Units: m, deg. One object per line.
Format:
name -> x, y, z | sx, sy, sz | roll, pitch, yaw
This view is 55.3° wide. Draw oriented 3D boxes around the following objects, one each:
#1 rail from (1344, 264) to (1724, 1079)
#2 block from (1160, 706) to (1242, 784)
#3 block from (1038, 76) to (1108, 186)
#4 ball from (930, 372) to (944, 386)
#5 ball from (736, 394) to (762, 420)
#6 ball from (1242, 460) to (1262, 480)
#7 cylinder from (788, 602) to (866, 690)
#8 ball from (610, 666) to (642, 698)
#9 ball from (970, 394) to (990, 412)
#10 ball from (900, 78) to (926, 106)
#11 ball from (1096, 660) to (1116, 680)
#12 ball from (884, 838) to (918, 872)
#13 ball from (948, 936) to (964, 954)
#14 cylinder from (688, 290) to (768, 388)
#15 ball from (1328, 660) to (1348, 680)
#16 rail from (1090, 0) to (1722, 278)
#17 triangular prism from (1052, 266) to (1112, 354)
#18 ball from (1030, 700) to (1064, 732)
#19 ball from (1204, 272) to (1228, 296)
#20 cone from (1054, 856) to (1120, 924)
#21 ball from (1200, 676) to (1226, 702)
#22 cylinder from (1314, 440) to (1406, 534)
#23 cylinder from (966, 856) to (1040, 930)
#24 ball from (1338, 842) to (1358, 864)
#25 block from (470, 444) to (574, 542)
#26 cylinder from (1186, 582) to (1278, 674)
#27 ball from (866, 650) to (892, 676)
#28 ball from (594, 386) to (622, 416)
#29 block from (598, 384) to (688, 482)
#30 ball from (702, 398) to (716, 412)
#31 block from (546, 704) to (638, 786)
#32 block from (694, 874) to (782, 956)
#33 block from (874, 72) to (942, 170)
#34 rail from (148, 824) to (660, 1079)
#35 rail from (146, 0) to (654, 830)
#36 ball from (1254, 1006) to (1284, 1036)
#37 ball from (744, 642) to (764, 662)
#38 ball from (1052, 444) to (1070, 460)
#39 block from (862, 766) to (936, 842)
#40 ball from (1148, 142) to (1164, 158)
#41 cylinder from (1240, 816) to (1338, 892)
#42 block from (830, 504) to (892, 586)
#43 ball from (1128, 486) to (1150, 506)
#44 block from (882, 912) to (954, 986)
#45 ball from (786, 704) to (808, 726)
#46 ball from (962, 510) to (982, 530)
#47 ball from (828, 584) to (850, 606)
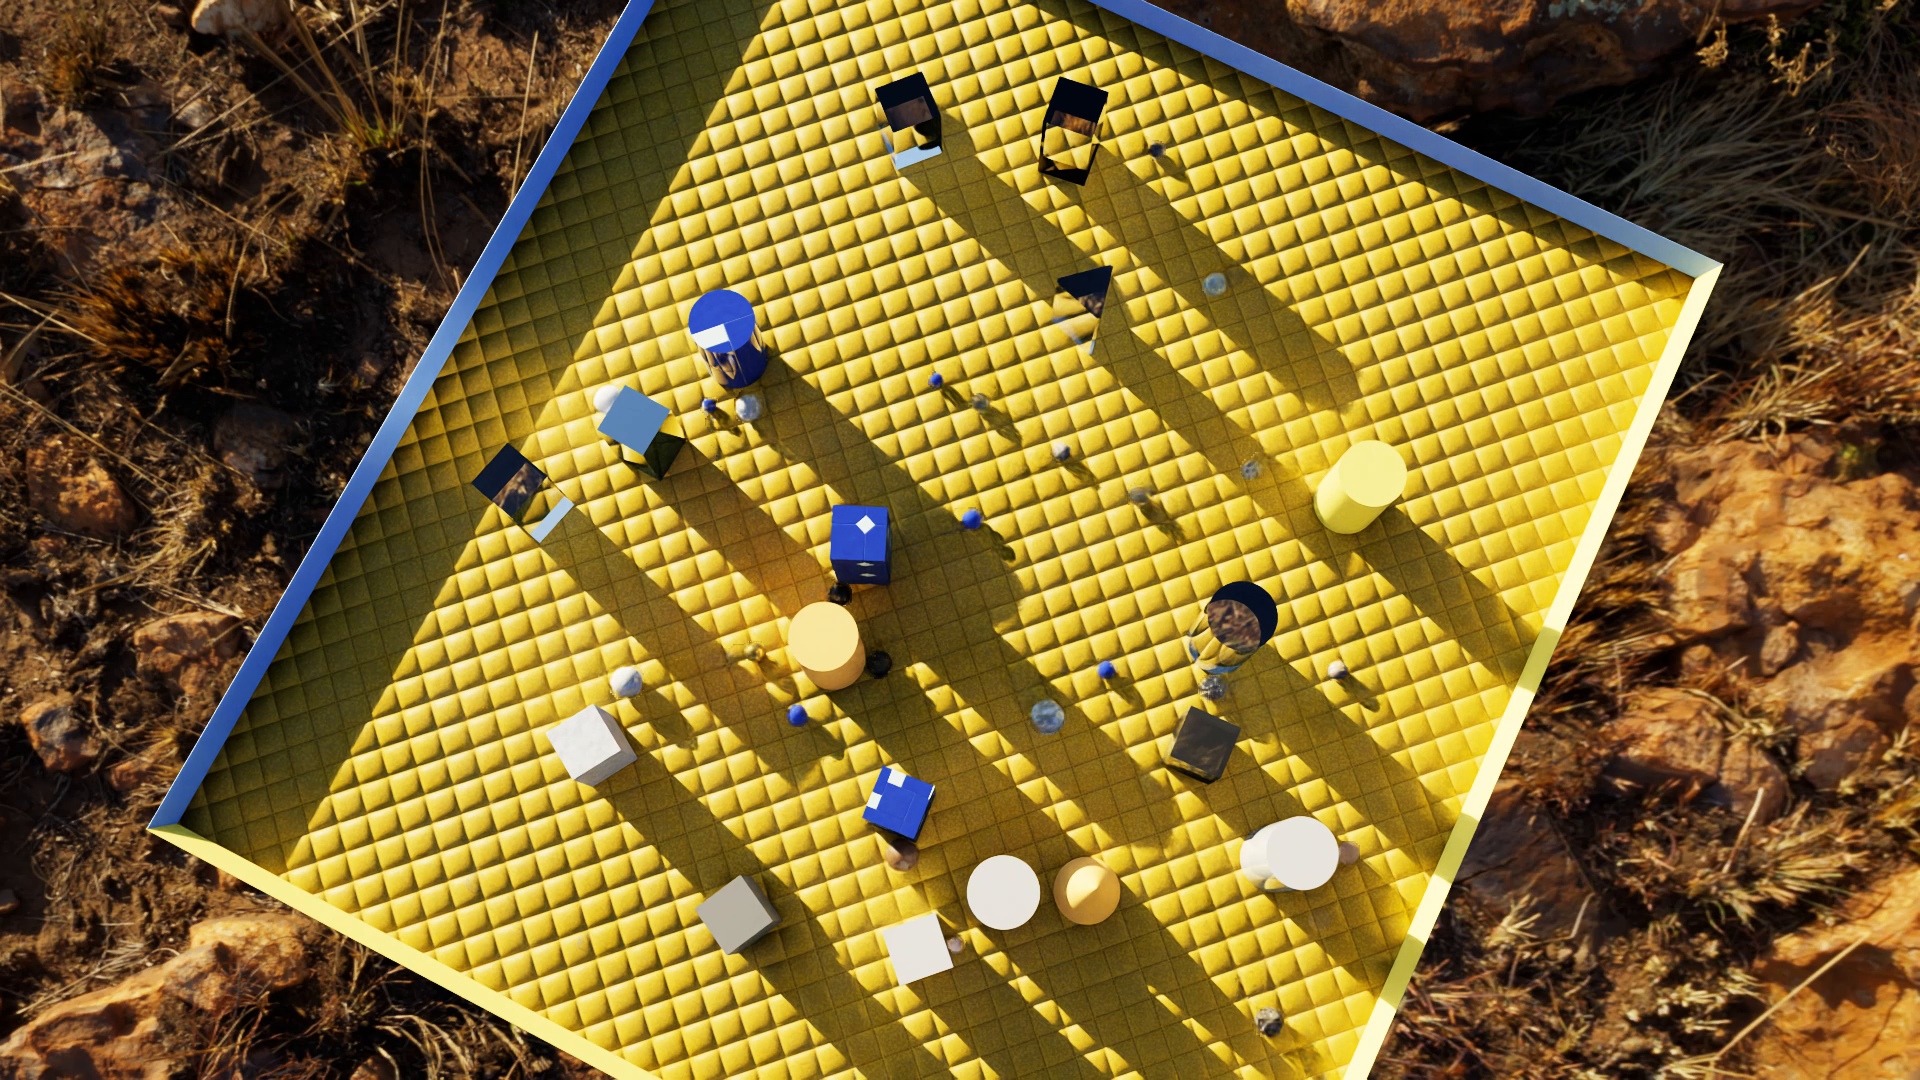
rail -> 1.521, 0.752, 5.395 | 0.045, 0.128, 3.655 | 26, 80, 5
block -> 0.701, 0.602, 5.358 | 0.157, 0.262, 0.157 | 24, 79, 5
block -> 0.348, -1.264, 5.689 | 0.157, 0.371, 0.157 | 19, 79, 4
ball -> -0.073, -0.498, 5.698 | 0.042, 0.042, 0.042 | 0, 78, 0
ball -> -0.653, -0.410, 5.660 | 0.080, 0.080, 0.080 | 0, 78, 0
ball -> 0.899, -0.216, 5.631 | 0.059, 0.059, 0.059 | 0, 78, 0
cylinder -> -0.383, 0.313, 5.335 | 0.197, 0.424, 0.197 | 0, 78, 0
ball -> -0.996, 0.425, 5.480 | 0.095, 0.095, 0.095 | 0, 78, 0
ball -> 0.063, -0.426, 5.675 | 0.059, 0.059, 0.059 | 0, 78, 0
ball -> -0.151, -1.432, 5.868 | 0.088, 0.088, 0.088 | 0, 78, 0
ball -> 0.439, 0.391, 5.507 | 0.055, 0.055, 0.055 | 0, 78, 0
ball -> -0.172, 0.924, 5.375 | 0.098, 0.098, 0.098 | 0, 78, 0
ball -> -0.013, 1.182, 5.348 | 0.046, 0.046, 0.046 | 0, 78, 0
cylinder -> -0.699, -0.605, 5.556 | 0.197, 0.364, 0.197 | 0, 78, 0
ball -> 1.136, 0.392, 5.506 | 0.058, 0.058, 0.058 | 0, 78, 0
rail -> 0.807, -1.573, 5.876 | 3.449, 0.128, 0.045 | 26, 80, 5
triangular prism -> 0.399, -0.726, 5.587 | 0.170, 0.352, 0.148 | 44, 82, 8
ball -> 0.260, 0.524, 5.458 | 0.098, 0.098, 0.098 | 0, 78, 0
ball -> 0.802, -0.802, 5.746 | 0.072, 0.072, 0.072 | 0, 78, 0
cone -> 0.374, 0.993, 5.207 | 0.197, 0.399, 0.197 | 0, 78, 0
ball -> 0.758, 0.446, 5.486 | 0.076, 0.076, 0.076 | 0, 78, 0
cylinder -> 1.186, -0.153, 5.453 | 0.197, 0.382, 0.197 | 0, 78, 0
cylinder -> 0.118, 0.997, 5.168 | 0.197, 0.474, 0.197 | 0, 78, 0
ball -> 1.140, 0.922, 5.392 | 0.066, 0.066, 0.066 | 0, 78, 0
block -> -1.298, -0.136, 5.457 | 0.157, 0.367, 0.157 | 39, 81, 7
cylinder -> 0.783, 0.259, 5.315 | 0.197, 0.486, 0.197 | 0, 78, 0
ball -> -0.244, 0.370, 5.500 | 0.078, 0.078, 0.078 | 0, 78, 0
ball -> -1.080, -0.430, 5.657 | 0.095, 0.095, 0.095 | 0, 78, 0
block -> -0.953, -0.318, 5.515 | 0.157, 0.327, 0.157 | 29, 80, 6
ball -> -0.777, -0.418, 5.680 | 0.044, 0.044, 0.044 | 0, 78, 0
block -> -1.072, 0.602, 5.349 | 0.157, 0.281, 0.157 | -32, 80, -6
block -> -0.630, 1.073, 5.244 | 0.157, 0.295, 0.157 | -36, 81, -7
block -> -0.160, -1.312, 5.745 | 0.157, 0.281, 0.157 | -21, 79, -4
rail -> -0.807, 1.587, 5.222 | 3.449, 0.128, 0.045 | 26, 80, 5
rail -> -1.521, -0.738, 5.703 | 0.045, 0.128, 3.655 | 26, 80, 5
ball -> 0.891, 1.390, 5.287 | 0.083, 0.083, 0.083 | 0, 78, 0
ball -> -0.619, 0.338, 5.516 | 0.060, 0.060, 0.060 | 0, 78, 0
ball -> 0.313, -0.271, 5.645 | 0.054, 0.054, 0.054 | 0, 78, 0
block -> -0.174, 0.767, 5.301 | 0.157, 0.308, 0.157 | 21, 79, 4
ball -> 0.627, -1.243, 5.849 | 0.048, 0.048, 0.048 | 0, 78, 0
cylinder -> 0.926, 0.895, 5.190 | 0.197, 0.473, 0.197 | 0, 78, 0
block -> -0.289, 0.019, 5.415 | 0.157, 0.387, 0.157 | 2, 78, 0
ball -> 0.549, -0.135, 5.611 | 0.065, 0.065, 0.065 | 0, 78, 0
block -> -0.118, 1.167, 5.236 | 0.157, 0.271, 0.157 | -19, 79, -4
ball -> -0.486, 0.523, 5.477 | 0.062, 0.062, 0.062 | 0, 78, 0
ball -> 0.036, -0.062, 5.598 | 0.061, 0.061, 0.061 | 0, 78, 0
ball -> -0.365, 0.167, 5.547 | 0.069, 0.069, 0.069 | 0, 78, 0
